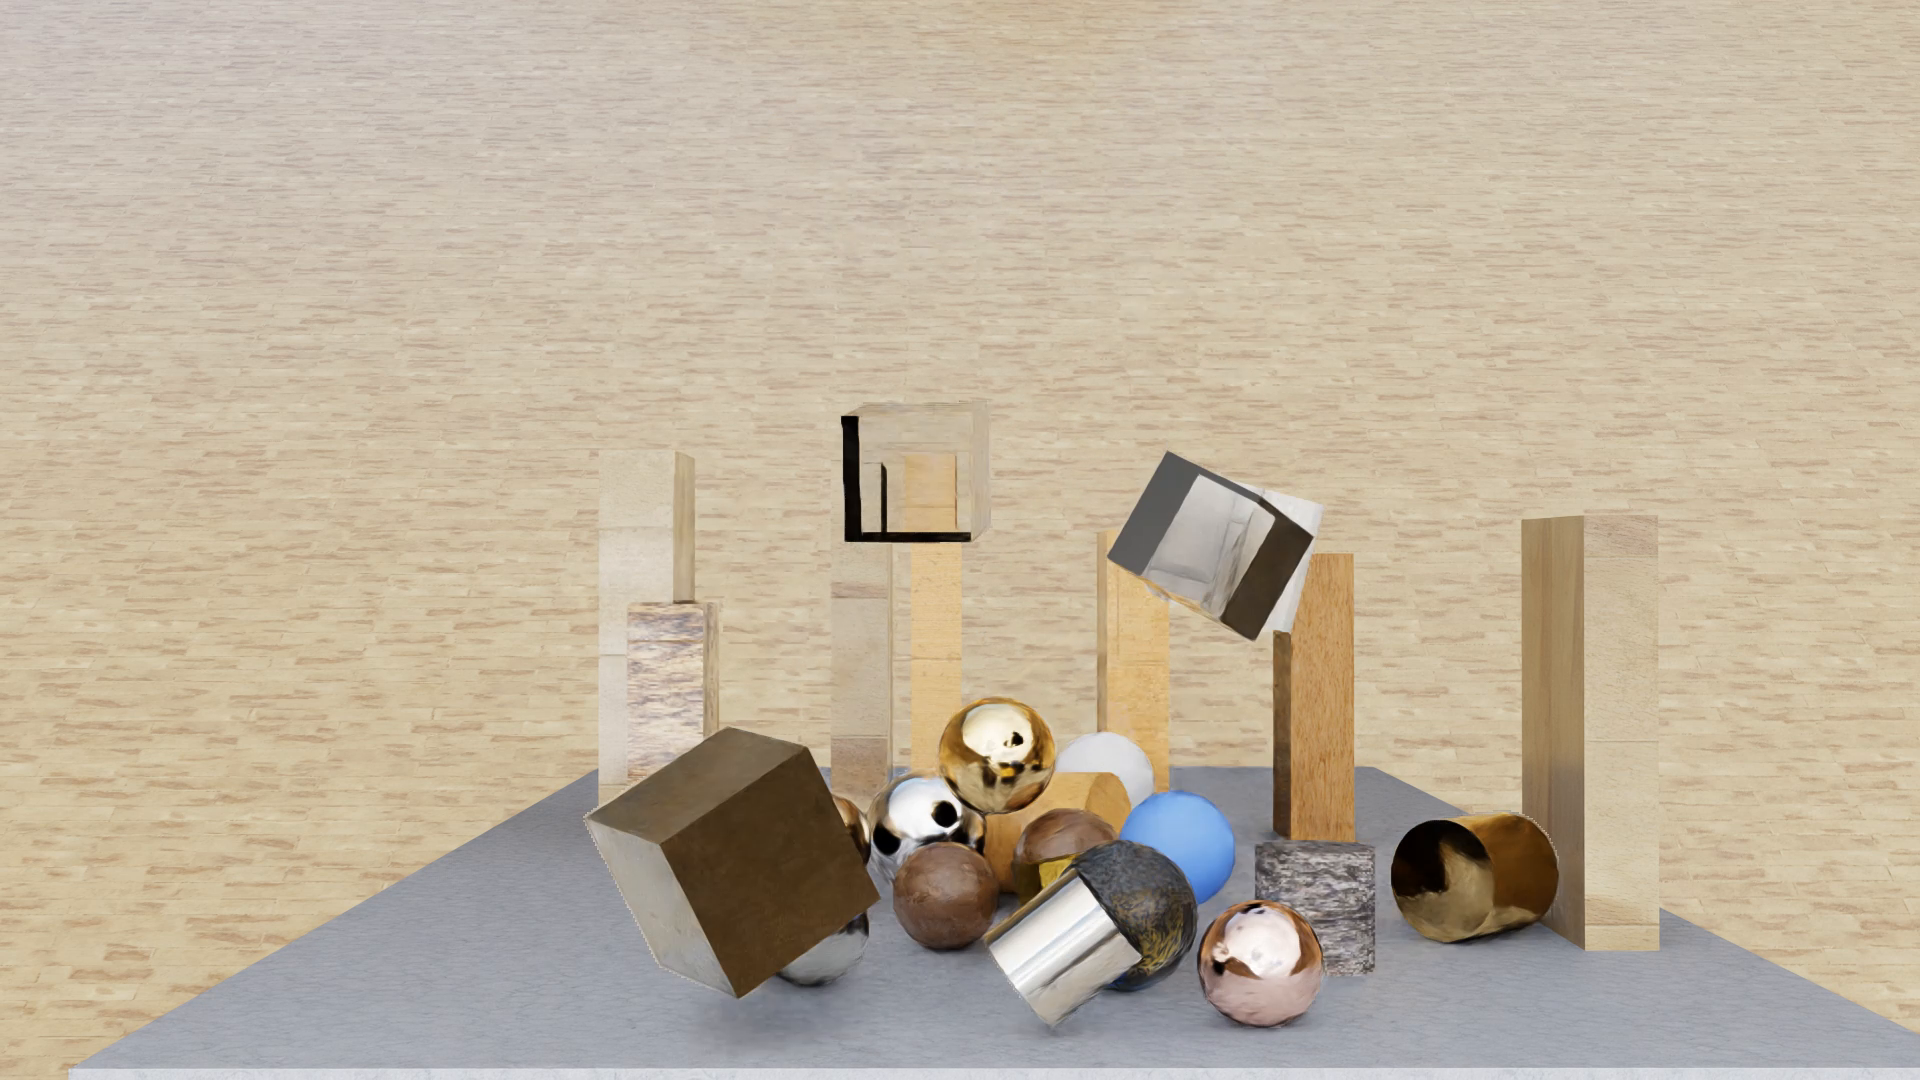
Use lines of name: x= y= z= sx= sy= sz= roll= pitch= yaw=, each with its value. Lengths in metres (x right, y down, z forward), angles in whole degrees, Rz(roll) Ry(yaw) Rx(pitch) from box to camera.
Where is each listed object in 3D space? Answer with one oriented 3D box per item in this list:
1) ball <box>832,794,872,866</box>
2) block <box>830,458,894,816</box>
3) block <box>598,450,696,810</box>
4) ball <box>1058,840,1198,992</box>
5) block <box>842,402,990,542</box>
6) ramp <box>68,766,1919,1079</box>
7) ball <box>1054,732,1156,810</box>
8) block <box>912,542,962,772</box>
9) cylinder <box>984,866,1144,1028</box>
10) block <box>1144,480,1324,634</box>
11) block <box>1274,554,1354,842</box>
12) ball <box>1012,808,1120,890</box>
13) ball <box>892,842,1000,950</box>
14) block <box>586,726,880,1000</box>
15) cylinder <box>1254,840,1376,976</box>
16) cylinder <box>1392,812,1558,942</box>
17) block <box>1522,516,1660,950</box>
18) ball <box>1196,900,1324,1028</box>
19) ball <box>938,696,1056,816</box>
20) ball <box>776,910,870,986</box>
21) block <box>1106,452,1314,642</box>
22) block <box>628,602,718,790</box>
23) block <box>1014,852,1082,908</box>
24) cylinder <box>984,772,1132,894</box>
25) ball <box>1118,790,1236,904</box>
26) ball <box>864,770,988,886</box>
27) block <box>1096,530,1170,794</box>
ball: x=-0.206 y=0.449 z=3.841 sx=0.150 sy=0.150 sz=0.150 roll=0 pitch=31 yaw=0
block: x=-0.183 y=0.212 z=4.901 sx=0.102 sy=0.716 sz=0.429 roll=0 pitch=-1 yaw=0
block: x=-0.632 y=0.200 z=5.261 sx=0.147 sy=0.747 sz=0.410 roll=0 pitch=-1 yaw=0
ball: x=0.201 y=0.463 z=3.191 sx=0.185 sy=0.185 sz=0.185 roll=0 pitch=31 yaw=0
block: x=-0.047 y=-0.077 z=2.899 sx=0.140 sy=0.140 sz=0.140 roll=0 pitch=8 yaw=9
ramp: x=0.070 y=0.618 z=4.699 sx=2.000 sy=0.100 sz=4.000 roll=0 pitch=-1 yaw=0
ball: x=0.233 y=0.400 z=4.245 sx=0.174 sy=0.174 sz=0.174 roll=0 pitch=31 yaw=0
block: x=-0.038 y=0.213 z=4.329 sx=0.081 sy=0.705 sz=0.378 roll=0 pitch=-1 yaw=0
cylinder: x=0.115 y=0.453 z=2.887 sx=0.127 sy=0.127 sz=0.127 roll=-38 pitch=37 yaw=0
block: x=0.361 y=0.011 z=3.428 sx=0.172 sy=0.172 sz=0.172 roll=15 pitch=2 yaw=-5
block: x=0.678 y=0.298 z=4.973 sx=0.118 sy=0.545 sz=0.261 roll=0 pitch=-1 yaw=0
ball: x=0.160 y=0.476 z=3.787 sx=0.169 sy=0.169 sz=0.169 roll=0 pitch=31 yaw=0
ball: x=-0.019 y=0.484 z=3.531 sx=0.147 sy=0.147 sz=0.147 roll=0 pitch=31 yaw=0
block: x=-0.255 y=0.356 z=2.899 sx=0.200 sy=0.200 sz=0.200 roll=-33 pitch=19 yaw=-26
cylinder: x=0.463 y=0.478 z=3.377 sx=0.156 sy=0.156 sz=0.156 roll=0 pitch=-1 yaw=0
cylinder: x=0.725 y=0.474 z=3.651 sx=0.169 sy=0.169 sz=0.169 roll=2 pitch=21 yaw=-47
block: x=0.899 y=0.264 z=3.717 sx=0.101 sy=0.592 sz=0.392 roll=0 pitch=-1 yaw=0
ball: x=0.341 y=0.481 z=2.942 sx=0.144 sy=0.144 sz=0.144 roll=0 pitch=31 yaw=0
ball: x=0.054 y=0.315 z=3.783 sx=0.173 sy=0.173 sz=0.173 roll=0 pitch=31 yaw=0
ball: x=-0.186 y=0.483 z=3.228 sx=0.145 sy=0.145 sz=0.145 roll=0 pitch=31 yaw=0
block: x=0.308 y=0.009 z=3.181 sx=0.151 sy=0.151 sz=0.151 roll=29 pitch=-2 yaw=38
block: x=-0.550 y=0.346 z=4.985 sx=0.141 sy=0.451 sz=0.309 roll=0 pitch=-1 yaw=0
block: x=0.153 y=0.486 z=3.505 sx=0.115 sy=0.115 sz=0.115 roll=-9 pitch=-5 yaw=-17
cylinder: x=0.148 y=0.462 z=4.083 sx=0.191 sy=0.191 sz=0.191 roll=-4 pitch=27 yaw=28
ball: x=0.286 y=0.408 z=3.413 sx=0.155 sy=0.155 sz=0.155 roll=0 pitch=31 yaw=0
ball: x=-0.053 y=0.446 z=3.948 sx=0.190 sy=0.190 sz=0.190 roll=0 pitch=31 yaw=0
block: x=0.299 y=0.276 z=4.500 sx=0.105 sy=0.581 sz=0.335 roll=0 pitch=-1 yaw=0
